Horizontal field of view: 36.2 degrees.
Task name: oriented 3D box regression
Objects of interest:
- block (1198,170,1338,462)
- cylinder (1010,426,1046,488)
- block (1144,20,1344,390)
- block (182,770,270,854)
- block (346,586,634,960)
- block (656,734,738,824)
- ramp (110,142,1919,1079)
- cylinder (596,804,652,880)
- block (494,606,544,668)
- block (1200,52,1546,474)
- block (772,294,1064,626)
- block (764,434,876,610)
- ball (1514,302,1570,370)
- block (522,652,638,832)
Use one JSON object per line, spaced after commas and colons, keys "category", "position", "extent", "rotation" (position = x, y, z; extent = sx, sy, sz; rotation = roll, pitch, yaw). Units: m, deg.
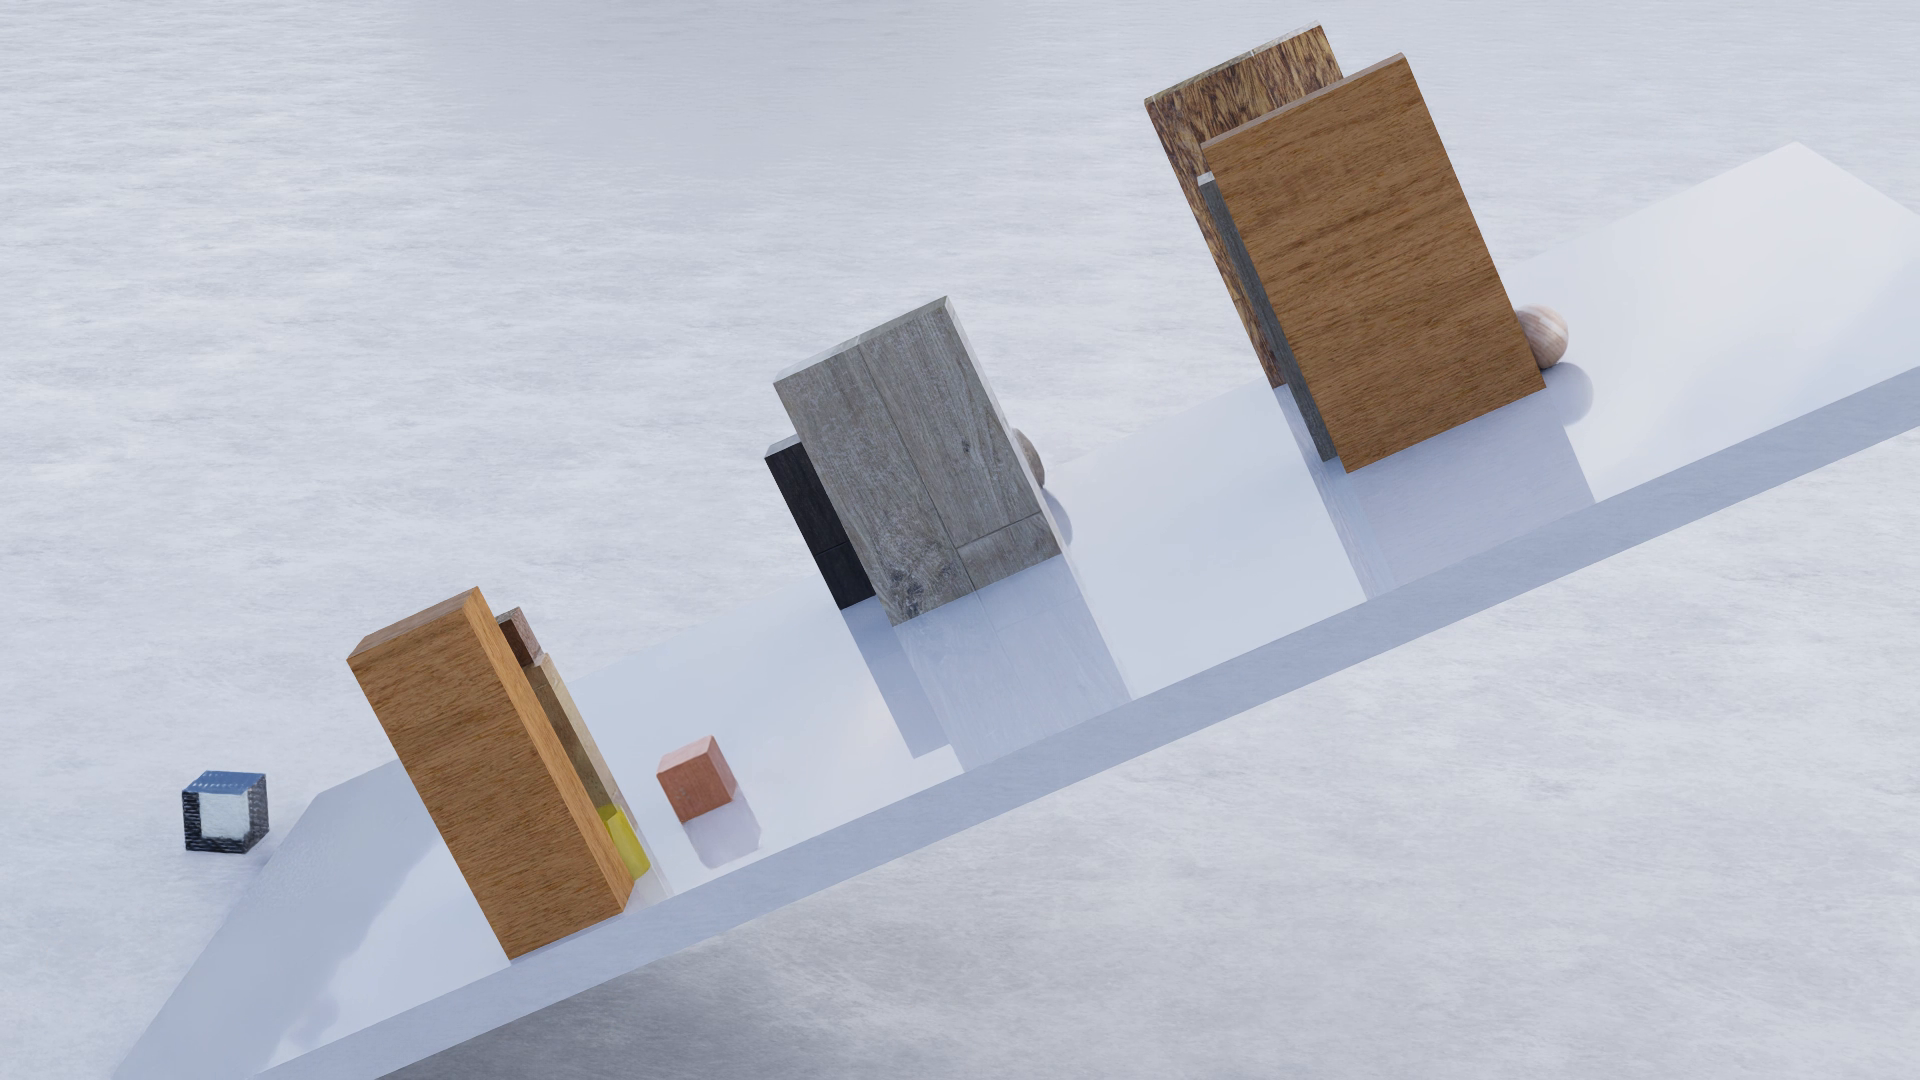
{"category": "block", "position": [0.825, -0.547, 6.124], "extent": [0.435, 0.641, 0.122], "rotation": [-24, 13, 9]}
{"category": "cylinder", "position": [0.092, -0.163, 7.073], "extent": [0.162, 0.162, 0.162], "rotation": [-31, 27, -20]}
{"category": "block", "position": [0.786, -0.784, 6.907], "extent": [0.442, 0.738, 0.120], "rotation": [-24, 13, 9]}
{"category": "block", "position": [-1.860, 0.689, 7.453], "extent": [0.158, 0.158, 0.158], "rotation": [3, 16, 9]}
{"category": "block", "position": [-0.868, 0.435, 5.475], "extent": [0.240, 0.648, 0.141], "rotation": [-24, 13, 9]}
{"category": "block", "position": [-0.524, 0.475, 5.860], "extent": [0.113, 0.113, 0.113], "rotation": [-24, 13, 7]}
{"category": "ramp", "position": [0.135, 0.169, 6.282], "extent": [4.000, 0.100, 2.000], "rotation": [-24, 13, 9]}
{"category": "cylinder", "position": [-0.681, 0.595, 5.651], "extent": [0.130, 0.130, 0.130], "rotation": [-24, 13, 6]}
{"category": "block", "position": [-0.921, 0.427, 5.929], "extent": [0.317, 0.503, 0.086], "rotation": [-24, 13, 9]}
{"category": "block", "position": [0.835, -0.554, 5.934], "extent": [0.436, 0.730, 0.088], "rotation": [-24, 13, 9]}
{"category": "block", "position": [-0.088, -0.172, 6.462], "extent": [0.412, 0.606, 0.122], "rotation": [-24, 13, 9]}
{"category": "block", "position": [-0.197, -0.101, 6.843], "extent": [0.366, 0.403, 0.121], "rotation": [-24, 13, 9]}
{"category": "ball", "position": [1.187, -0.420, 6.067], "extent": [0.138, 0.138, 0.138], "rotation": [0, 16, 0]}
{"category": "block", "position": [-0.847, 0.460, 5.883], "extent": [0.243, 0.404, 0.084], "rotation": [-24, 13, 9]}
